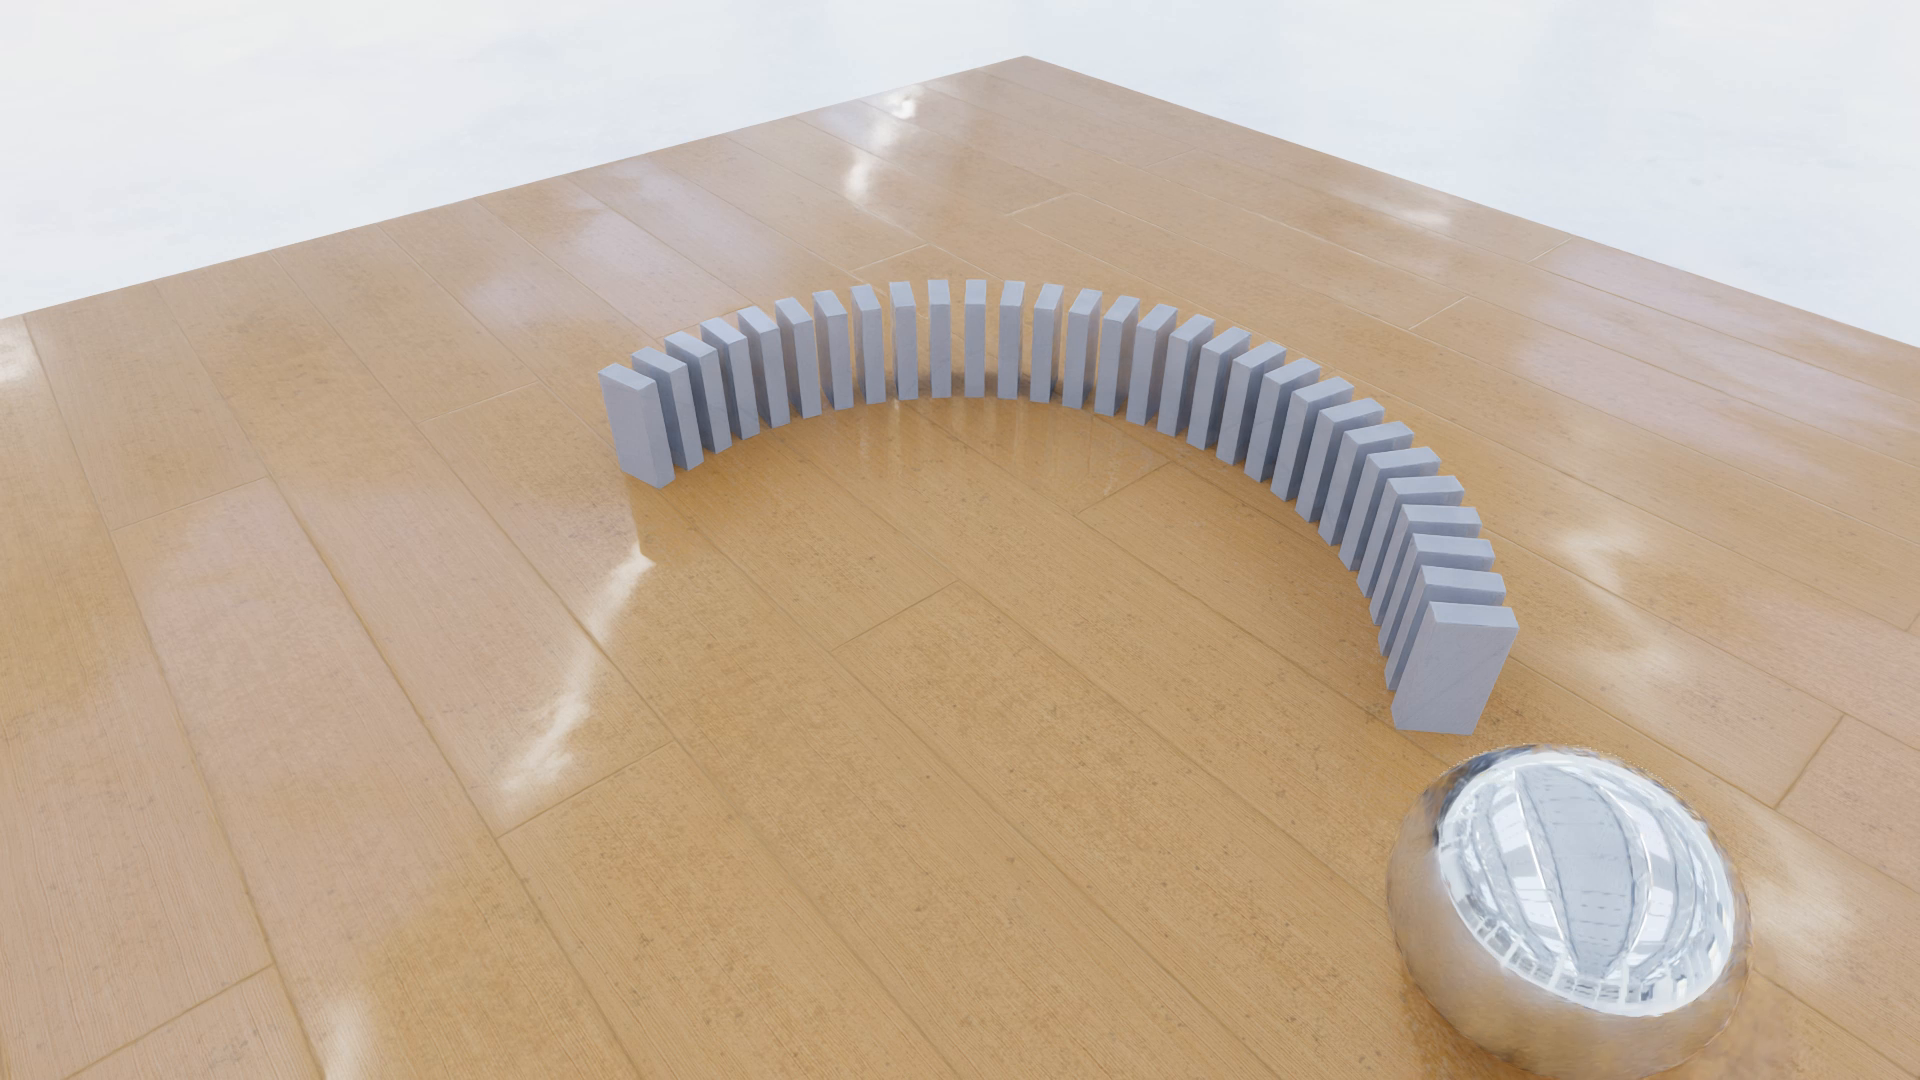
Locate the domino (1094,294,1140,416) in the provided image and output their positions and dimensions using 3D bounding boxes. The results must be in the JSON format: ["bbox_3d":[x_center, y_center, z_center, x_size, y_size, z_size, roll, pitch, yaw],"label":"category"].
[{"bbox_3d":[0.074,-0.086,0.517,0.009,0.050,0.025,17,42,19],"label":"domino"}]

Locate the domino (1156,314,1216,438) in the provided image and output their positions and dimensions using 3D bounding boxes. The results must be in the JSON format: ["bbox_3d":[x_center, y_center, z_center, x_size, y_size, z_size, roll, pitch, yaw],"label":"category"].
[{"bbox_3d":[0.103,-0.075,0.503,0.010,0.050,0.025,26,46,28],"label":"domino"}]

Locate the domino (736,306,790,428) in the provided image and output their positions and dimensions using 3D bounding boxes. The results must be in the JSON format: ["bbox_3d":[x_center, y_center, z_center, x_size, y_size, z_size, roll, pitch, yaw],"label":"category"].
[{"bbox_3d":[-0.091,-0.080,0.509,0.009,0.050,0.025,-22,44,-25],"label":"domino"}]

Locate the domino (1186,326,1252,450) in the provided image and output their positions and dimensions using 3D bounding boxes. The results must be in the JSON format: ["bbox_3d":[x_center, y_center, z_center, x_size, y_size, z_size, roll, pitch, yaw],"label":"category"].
[{"bbox_3d":[0.116,-0.068,0.494,0.009,0.050,0.025,31,49,32],"label":"domino"}]

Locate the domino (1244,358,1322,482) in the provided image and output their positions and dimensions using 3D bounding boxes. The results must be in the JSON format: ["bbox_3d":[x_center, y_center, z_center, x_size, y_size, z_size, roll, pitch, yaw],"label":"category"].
[{"bbox_3d":[0.139,-0.051,0.474,0.025,0.050,0.009,-24,45,-26],"label":"domino"}]

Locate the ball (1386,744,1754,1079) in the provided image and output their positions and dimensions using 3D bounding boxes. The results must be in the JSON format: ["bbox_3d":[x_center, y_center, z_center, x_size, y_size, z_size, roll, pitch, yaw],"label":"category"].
[{"bbox_3d":[0.150,0.092,0.276,0.080,0.080,0.080,0,39,0],"label":"ball"}]

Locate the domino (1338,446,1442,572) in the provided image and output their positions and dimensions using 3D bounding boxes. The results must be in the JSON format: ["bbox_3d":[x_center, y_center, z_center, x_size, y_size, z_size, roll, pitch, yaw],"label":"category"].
[{"bbox_3d":[0.166,-0.011,0.425,0.025,0.050,0.009,-7,40,-9],"label":"domino"}]

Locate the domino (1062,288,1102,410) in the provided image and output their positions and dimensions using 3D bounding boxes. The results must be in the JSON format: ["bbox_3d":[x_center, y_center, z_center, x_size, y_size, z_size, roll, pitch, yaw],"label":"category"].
[{"bbox_3d":[0.058,-0.090,0.522,0.010,0.050,0.025,13,41,15],"label":"domino"}]

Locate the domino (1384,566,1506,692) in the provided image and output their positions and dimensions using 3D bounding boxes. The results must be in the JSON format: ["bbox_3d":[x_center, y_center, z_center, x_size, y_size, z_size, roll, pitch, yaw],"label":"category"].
[{"bbox_3d":[0.163,0.032,0.373,0.025,0.050,0.010,6,40,8],"label":"domino"}]

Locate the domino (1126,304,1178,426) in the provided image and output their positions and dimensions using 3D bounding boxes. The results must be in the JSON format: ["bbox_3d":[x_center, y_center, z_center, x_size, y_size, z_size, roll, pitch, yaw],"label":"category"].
[{"bbox_3d":[0.089,-0.081,0.510,0.010,0.050,0.025,21,44,24],"label":"domino"}]

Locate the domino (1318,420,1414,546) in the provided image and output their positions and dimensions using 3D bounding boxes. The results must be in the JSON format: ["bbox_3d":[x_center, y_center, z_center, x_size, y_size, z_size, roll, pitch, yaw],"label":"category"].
[{"bbox_3d":[0.161,-0.022,0.438,0.025,0.050,0.009,-11,41,-13],"label":"domino"}]

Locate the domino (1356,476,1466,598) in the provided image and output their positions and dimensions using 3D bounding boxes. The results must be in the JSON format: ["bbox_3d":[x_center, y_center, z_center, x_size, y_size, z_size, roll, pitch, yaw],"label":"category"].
[{"bbox_3d":[0.168,-0.001,0.412,0.025,0.050,0.010,-3,39,-3],"label":"domino"}]

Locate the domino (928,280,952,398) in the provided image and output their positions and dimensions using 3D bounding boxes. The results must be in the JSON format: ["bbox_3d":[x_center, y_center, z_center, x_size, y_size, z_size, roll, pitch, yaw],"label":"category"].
[{"bbox_3d":[-0.010,-0.097,0.529,0.009,0.050,0.025,-2,39,-3],"label":"domino"}]

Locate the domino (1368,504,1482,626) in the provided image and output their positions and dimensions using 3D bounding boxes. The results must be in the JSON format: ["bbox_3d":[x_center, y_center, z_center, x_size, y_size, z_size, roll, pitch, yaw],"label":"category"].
[{"bbox_3d":[0.168,0.010,0.399,0.025,0.050,0.010,3,39,3],"label":"domino"}]

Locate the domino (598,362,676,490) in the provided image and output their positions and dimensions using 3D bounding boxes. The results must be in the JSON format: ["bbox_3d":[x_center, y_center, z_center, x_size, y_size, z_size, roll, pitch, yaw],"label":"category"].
[{"bbox_3d":[-0.138,-0.048,0.470,0.025,0.050,0.010,25,45,27],"label":"domino"}]

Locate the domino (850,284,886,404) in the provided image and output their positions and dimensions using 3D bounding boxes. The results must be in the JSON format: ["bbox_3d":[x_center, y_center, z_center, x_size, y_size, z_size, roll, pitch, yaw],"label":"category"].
[{"bbox_3d":[-0.044,-0.093,0.525,0.009,0.050,0.025,-10,40,-12],"label":"domino"}]

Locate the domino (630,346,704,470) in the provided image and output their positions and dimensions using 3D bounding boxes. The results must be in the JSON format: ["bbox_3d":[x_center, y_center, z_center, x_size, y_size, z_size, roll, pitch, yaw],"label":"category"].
[{"bbox_3d":[-0.128,-0.057,0.481,0.025,0.050,0.009,26,46,28],"label":"domino"}]

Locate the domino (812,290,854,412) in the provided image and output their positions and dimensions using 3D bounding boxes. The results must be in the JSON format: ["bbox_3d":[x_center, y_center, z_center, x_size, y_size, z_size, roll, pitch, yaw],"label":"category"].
[{"bbox_3d":[-0.060,-0.090,0.521,0.010,0.050,0.025,-14,41,-16],"label":"domino"}]

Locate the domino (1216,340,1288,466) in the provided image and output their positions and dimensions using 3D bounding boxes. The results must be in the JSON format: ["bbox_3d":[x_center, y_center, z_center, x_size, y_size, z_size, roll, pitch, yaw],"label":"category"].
[{"bbox_3d":[0.128,-0.060,0.485,0.025,0.050,0.009,-29,47,-30],"label":"domino"}]

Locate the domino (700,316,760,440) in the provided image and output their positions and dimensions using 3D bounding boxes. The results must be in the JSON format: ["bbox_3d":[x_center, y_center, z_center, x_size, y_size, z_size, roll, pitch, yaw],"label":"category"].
[{"bbox_3d":[-0.105,-0.073,0.501,0.009,0.050,0.025,-28,47,-30],"label":"domino"}]

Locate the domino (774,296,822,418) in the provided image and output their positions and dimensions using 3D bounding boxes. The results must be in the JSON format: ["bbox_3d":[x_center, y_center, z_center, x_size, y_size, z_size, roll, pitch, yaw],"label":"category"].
[{"bbox_3d":[-0.076,-0.085,0.515,0.009,0.050,0.025,-18,43,-21],"label":"domino"}]

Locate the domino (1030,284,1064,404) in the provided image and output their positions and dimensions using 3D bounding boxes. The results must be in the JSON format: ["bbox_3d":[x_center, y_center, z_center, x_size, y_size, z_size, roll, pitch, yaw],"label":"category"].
[{"bbox_3d":[0.041,-0.094,0.526,0.010,0.050,0.025,9,40,11],"label":"domino"}]

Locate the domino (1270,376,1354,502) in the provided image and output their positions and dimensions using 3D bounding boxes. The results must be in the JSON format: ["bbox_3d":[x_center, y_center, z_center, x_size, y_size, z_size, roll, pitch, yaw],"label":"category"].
[{"bbox_3d":[0.148,-0.042,0.463,0.025,0.050,0.009,-19,43,-22],"label":"domino"}]

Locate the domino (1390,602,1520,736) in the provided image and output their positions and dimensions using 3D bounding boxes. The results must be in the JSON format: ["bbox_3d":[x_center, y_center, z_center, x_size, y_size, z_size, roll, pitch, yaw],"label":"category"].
[{"bbox_3d":[0.161,0.043,0.359,0.025,0.050,0.009,4,40,5],"label":"domino"}]

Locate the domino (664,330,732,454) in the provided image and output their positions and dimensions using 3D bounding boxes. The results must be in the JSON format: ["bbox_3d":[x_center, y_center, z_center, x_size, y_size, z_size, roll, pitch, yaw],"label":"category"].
[{"bbox_3d":[-0.117,-0.066,0.491,0.025,0.050,0.009,29,48,31],"label":"domino"}]

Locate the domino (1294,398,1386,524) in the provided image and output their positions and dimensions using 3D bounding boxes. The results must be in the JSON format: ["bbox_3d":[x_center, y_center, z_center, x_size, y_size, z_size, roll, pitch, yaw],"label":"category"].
[{"bbox_3d":[0.155,-0.032,0.451,0.025,0.050,0.009,-15,42,-18],"label":"domino"}]

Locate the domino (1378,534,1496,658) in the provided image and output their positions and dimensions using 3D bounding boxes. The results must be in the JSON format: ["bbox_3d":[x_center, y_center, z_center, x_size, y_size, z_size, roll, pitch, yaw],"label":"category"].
[{"bbox_3d":[0.166,0.021,0.386,0.025,0.050,0.010,5,40,6],"label":"domino"}]

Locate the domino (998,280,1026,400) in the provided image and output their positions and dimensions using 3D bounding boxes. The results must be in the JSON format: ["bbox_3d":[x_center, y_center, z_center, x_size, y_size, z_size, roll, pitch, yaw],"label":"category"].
[{"bbox_3d":[0.025,-0.096,0.528,0.010,0.050,0.025,5,40,6],"label":"domino"}]

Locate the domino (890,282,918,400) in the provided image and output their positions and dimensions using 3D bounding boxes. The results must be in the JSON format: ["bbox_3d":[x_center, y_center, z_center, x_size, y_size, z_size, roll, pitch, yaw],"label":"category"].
[{"bbox_3d":[-0.027,-0.095,0.528,0.010,0.050,0.025,-6,40,-7],"label":"domino"}]

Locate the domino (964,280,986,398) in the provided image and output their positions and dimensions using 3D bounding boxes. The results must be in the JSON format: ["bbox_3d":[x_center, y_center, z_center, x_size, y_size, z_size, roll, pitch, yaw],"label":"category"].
[{"bbox_3d":[0.007,-0.097,0.529,0.009,0.050,0.025,1,39,2],"label":"domino"}]
